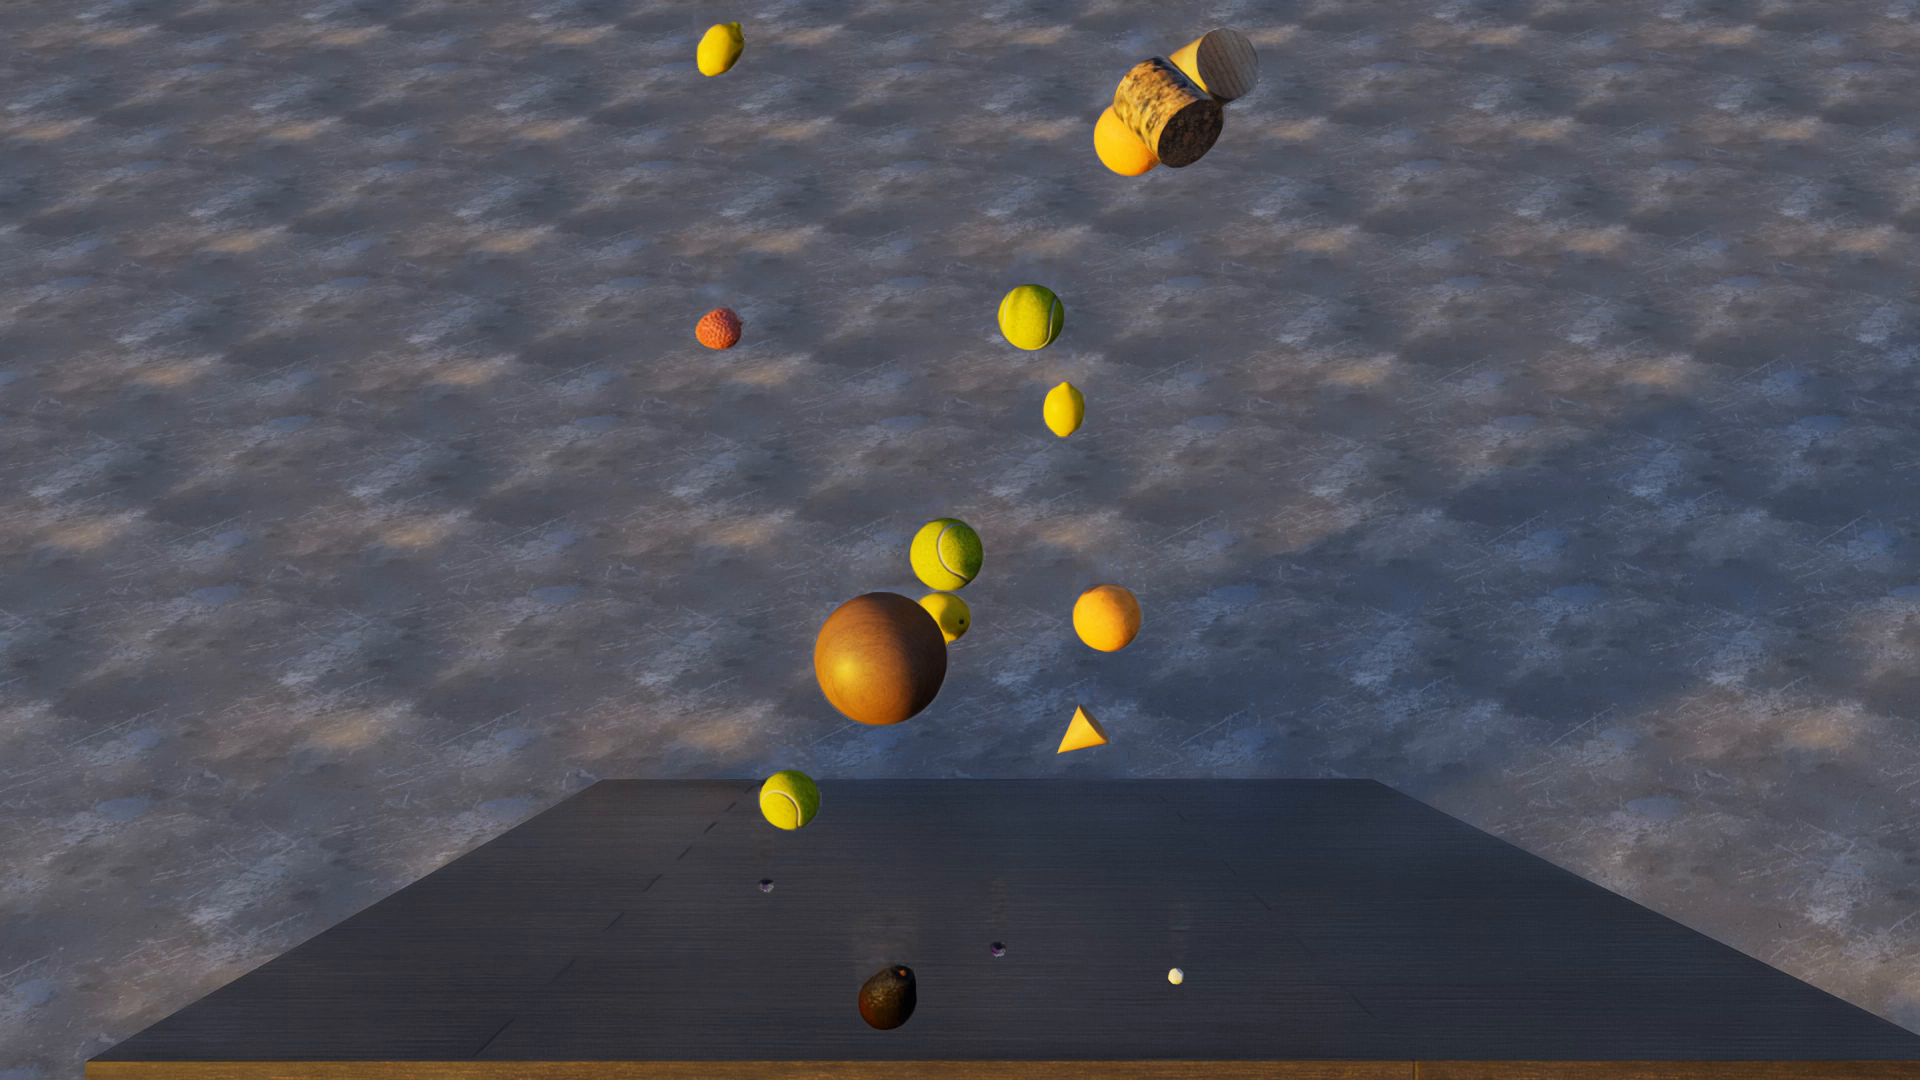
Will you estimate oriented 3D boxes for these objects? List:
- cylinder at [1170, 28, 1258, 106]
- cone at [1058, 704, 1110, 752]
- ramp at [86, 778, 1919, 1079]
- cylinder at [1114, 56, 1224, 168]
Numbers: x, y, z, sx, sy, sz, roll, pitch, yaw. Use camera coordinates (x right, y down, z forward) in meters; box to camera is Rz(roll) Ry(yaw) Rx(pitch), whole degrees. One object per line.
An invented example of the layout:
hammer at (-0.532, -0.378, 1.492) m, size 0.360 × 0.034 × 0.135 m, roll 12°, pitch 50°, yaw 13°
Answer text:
cylinder at (0.240, -0.448, 2.485) m, size 0.068 × 0.068 × 0.068 m, roll -17°, pitch 2°, yaw -24°
cone at (0.129, 0.222, 2.897) m, size 0.054 × 0.054 × 0.054 m, roll -39°, pitch 34°, yaw 9°
ramp at (0.073, 0.637, 4.746) m, size 2.000 × 0.100 × 4.000 m, roll 0°, pitch -1°, yaw 0°
cylinder at (0.191, -0.393, 2.380) m, size 0.073 × 0.073 × 0.073 m, roll -19°, pitch 50°, yaw -26°
